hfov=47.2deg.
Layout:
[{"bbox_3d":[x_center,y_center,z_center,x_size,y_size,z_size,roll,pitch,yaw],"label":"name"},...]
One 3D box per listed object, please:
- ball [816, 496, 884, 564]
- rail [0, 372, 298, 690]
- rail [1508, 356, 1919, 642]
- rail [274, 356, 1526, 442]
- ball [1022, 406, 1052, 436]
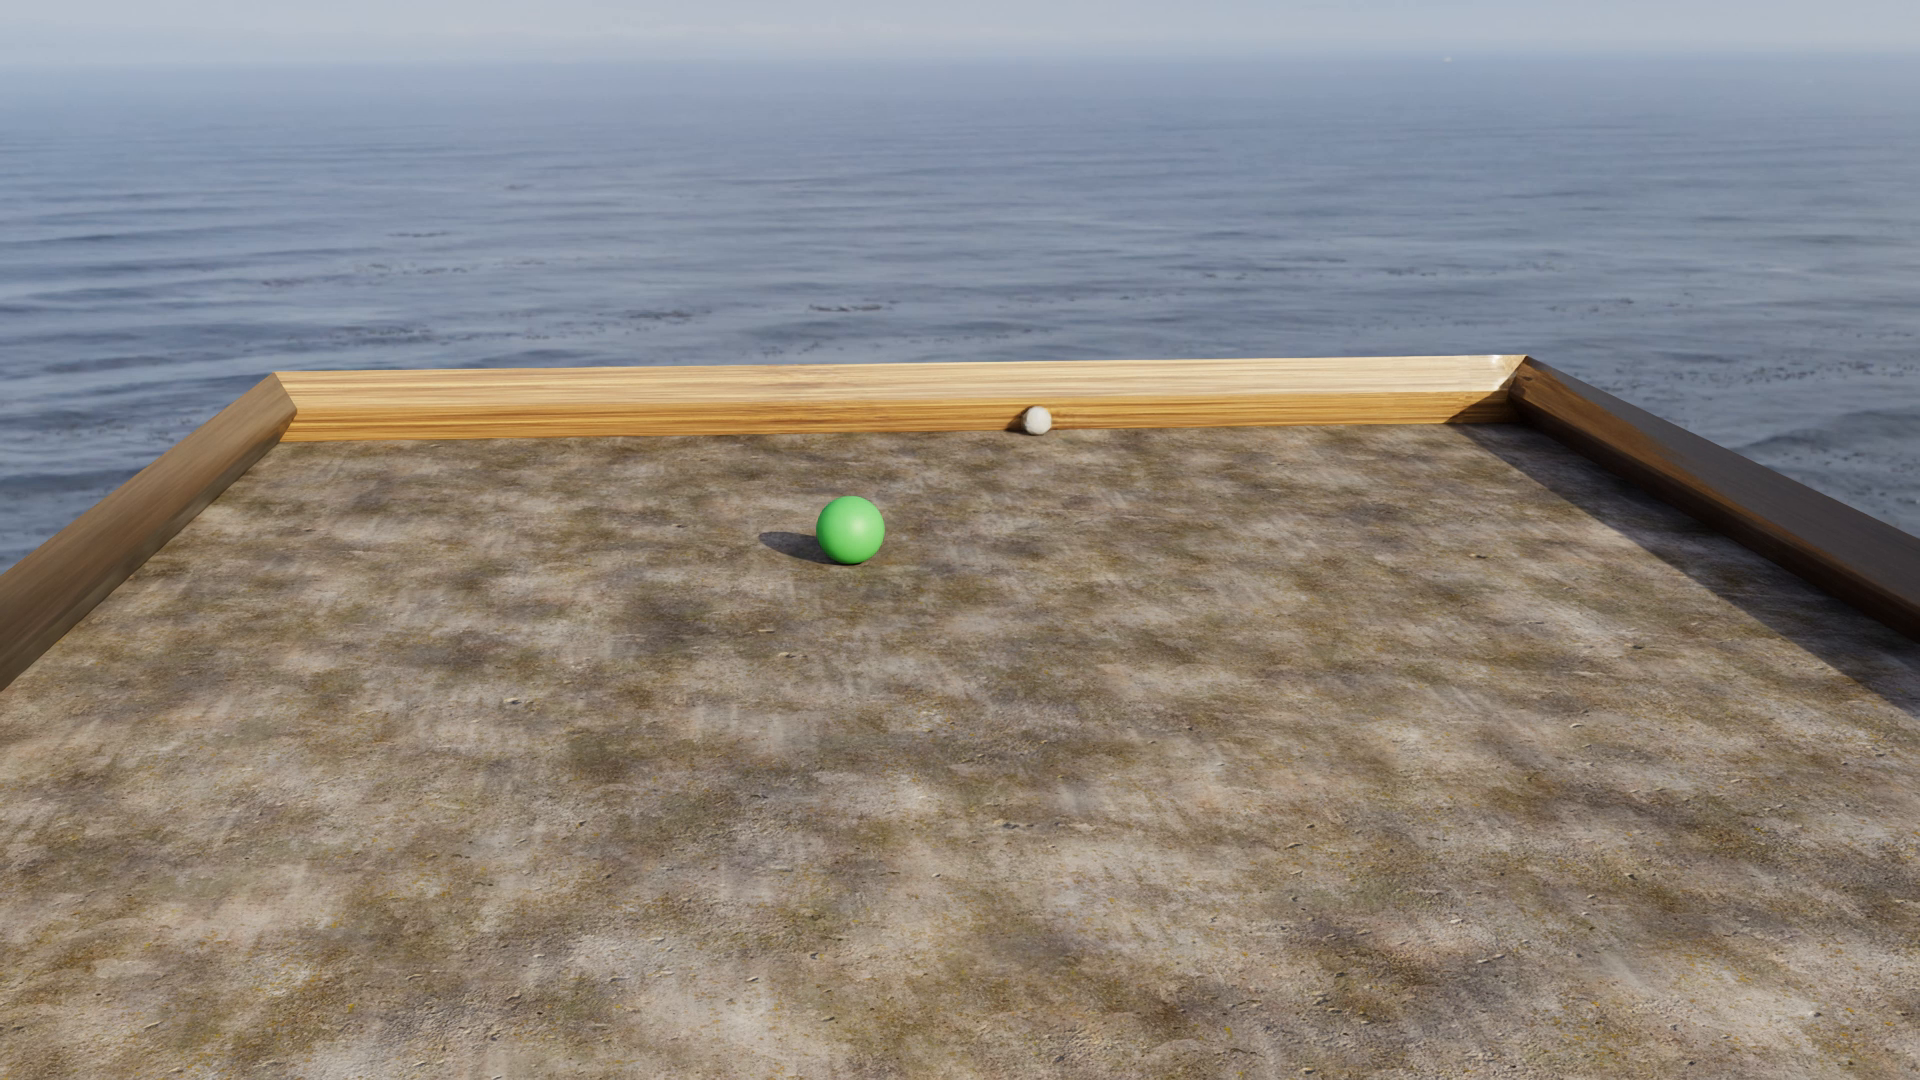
[{"bbox_3d":[-0.148,-0.013,2.965,0.093,0.093,0.093,0,14,0],"label":"ball"},{"bbox_3d":[-0.995,0.224,1.933,0.045,0.120,3.832,-1,14,-5],"label":"rail"},{"bbox_3d":[1.155,0.181,2.108,0.045,0.120,3.832,-1,14,-5],"label":"rail"},{"bbox_3d":[-0.078,-0.246,3.851,2.204,0.120,0.045,-1,14,-5],"label":"rail"},{"bbox_3d":[0.135,-0.208,3.848,0.051,0.051,0.051,0,14,0],"label":"ball"}]
